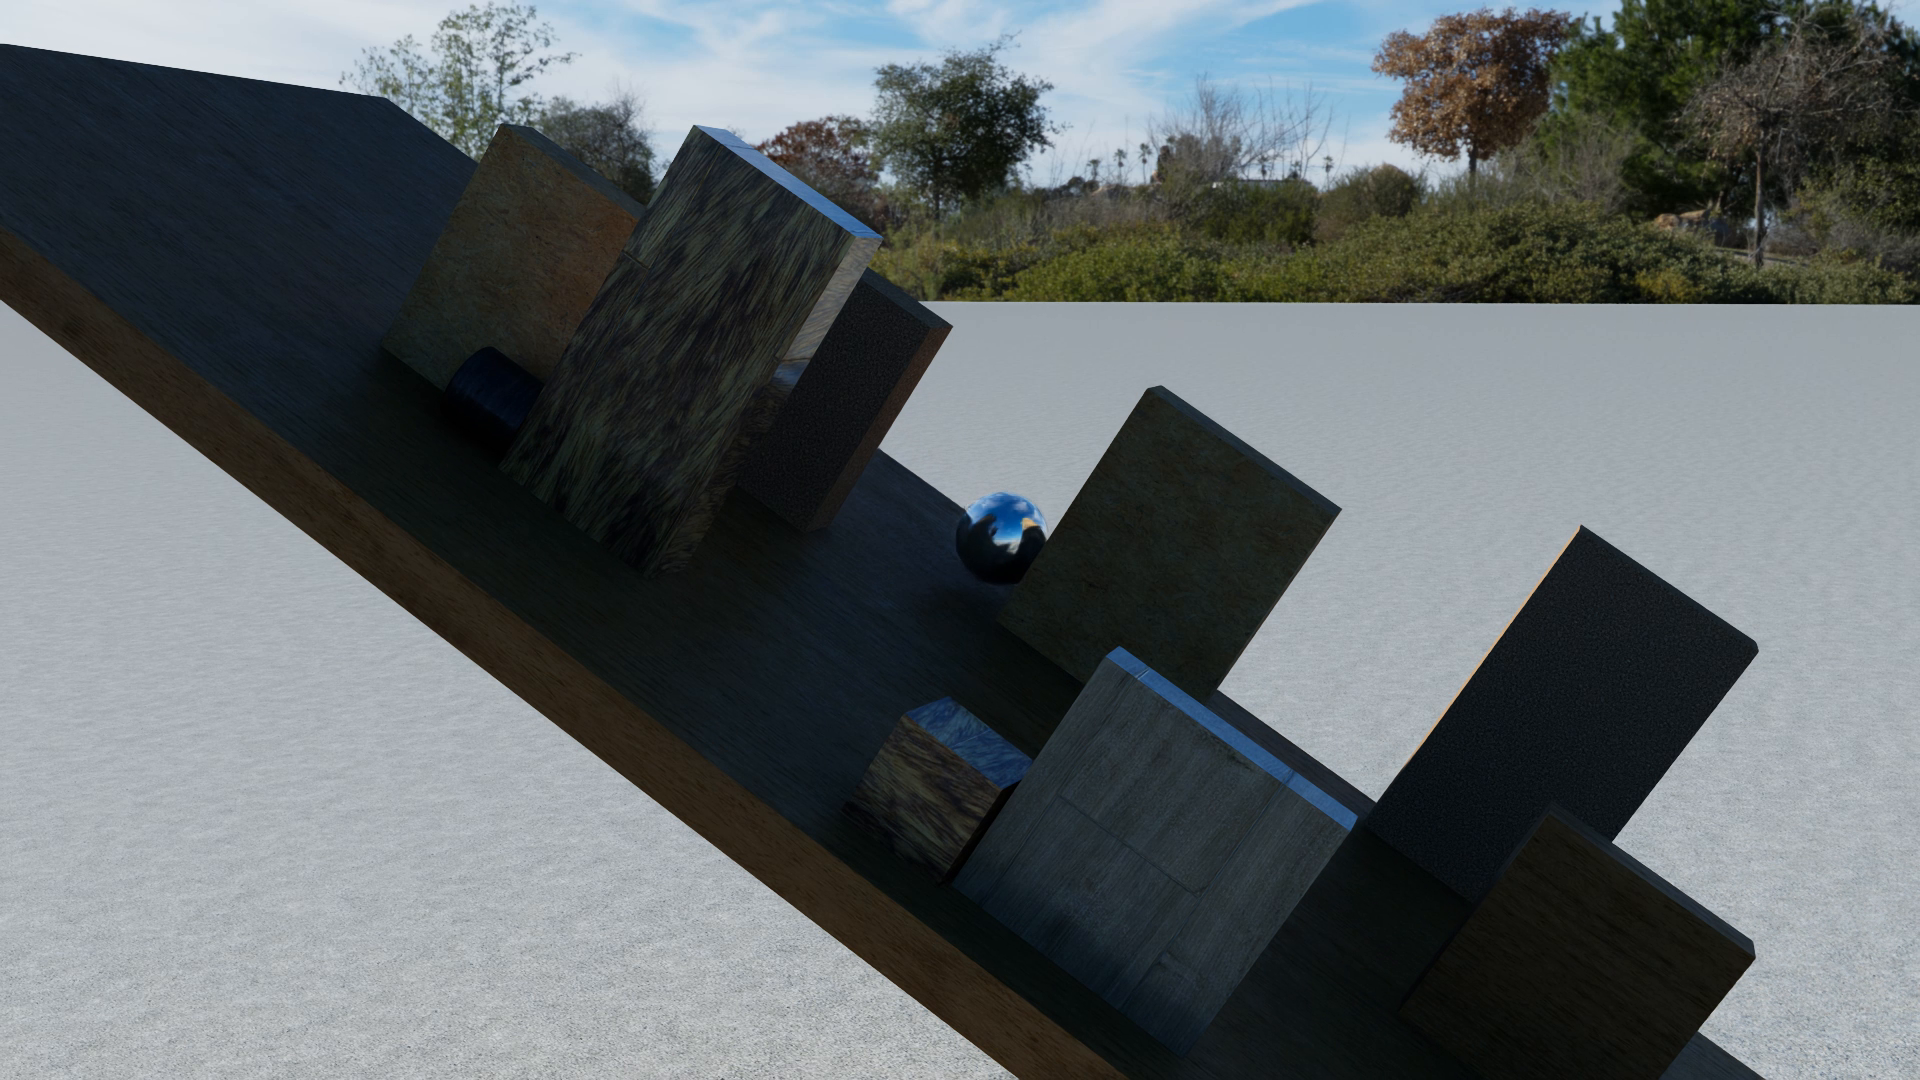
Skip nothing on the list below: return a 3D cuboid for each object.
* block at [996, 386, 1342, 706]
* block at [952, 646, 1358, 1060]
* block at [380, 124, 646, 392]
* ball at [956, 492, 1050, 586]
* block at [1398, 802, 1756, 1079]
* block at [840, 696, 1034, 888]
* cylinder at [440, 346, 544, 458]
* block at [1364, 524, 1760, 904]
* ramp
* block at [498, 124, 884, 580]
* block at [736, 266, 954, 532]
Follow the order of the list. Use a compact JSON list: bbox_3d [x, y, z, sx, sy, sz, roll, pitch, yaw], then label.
[{"bbox_3d":[0.416,0.051,4.419,0.441,0.567,0.136,36,15,10],"label":"block"},{"bbox_3d":[0.276,0.449,3.174,0.417,0.420,0.090,36,15,10],"label":"block"},{"bbox_3d":[-0.757,-0.442,3.822,0.314,0.452,0.111,36,15,10],"label":"block"},{"bbox_3d":[0.088,-0.001,4.561,0.195,0.195,0.195,0,7,0],"label":"ball"},{"bbox_3d":[1.045,0.746,3.747,0.400,0.443,0.097,36,15,10],"label":"block"},{"bbox_3d":[-0.026,0.371,3.268,0.182,0.182,0.182,37,16,15],"label":"block"},{"bbox_3d":[-0.773,-0.227,3.711,0.144,0.144,0.144,35,14,9],"label":"cylinder"},{"bbox_3d":[1.244,0.407,4.585,0.423,0.768,0.126,36,15,10],"label":"block"},{"bbox_3d":[-0.127,0.214,4.100,4.000,0.100,2.000,36,15,10],"label":"ramp"},{"bbox_3d":[-0.446,-0.304,3.607,0.326,0.664,0.134,36,15,10],"label":"block"},{"bbox_3d":[-0.270,-0.295,4.295,0.280,0.476,0.141,36,15,10],"label":"block"}]
